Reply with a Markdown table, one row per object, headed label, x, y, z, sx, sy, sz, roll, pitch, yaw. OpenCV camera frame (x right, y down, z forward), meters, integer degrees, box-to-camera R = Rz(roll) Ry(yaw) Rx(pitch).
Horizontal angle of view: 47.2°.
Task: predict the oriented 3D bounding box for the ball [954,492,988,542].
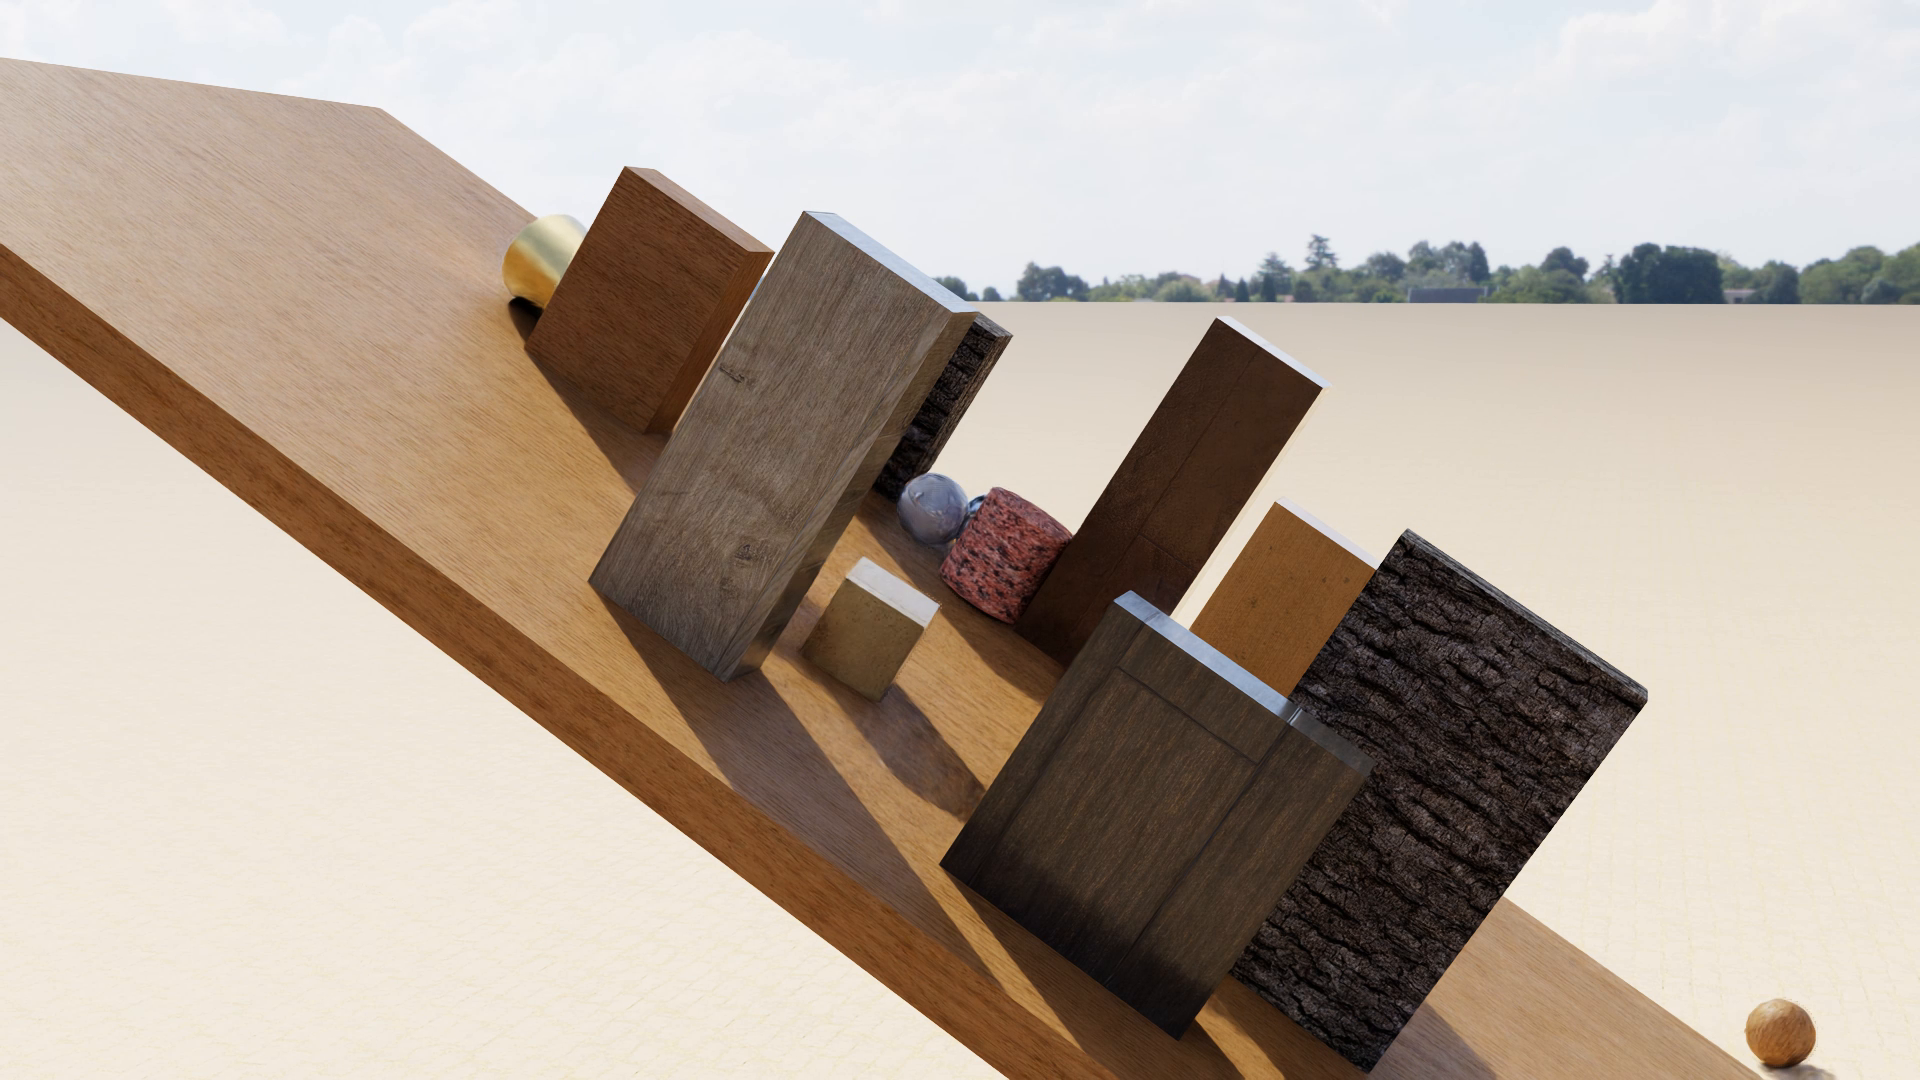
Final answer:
| label | x | y | z | sx | sy | sz | roll | pitch | yaw |
| --- | --- | --- | --- | --- | --- | --- | --- | --- | --- |
| ball | 0.072 | -0.019 | 4.770 | 0.169 | 0.169 | 0.169 | 0 | 7 | 0 |

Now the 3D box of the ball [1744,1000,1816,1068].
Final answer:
| label | x | y | z | sx | sy | sz | roll | pitch | yaw |
| --- | --- | --- | --- | --- | --- | --- | --- | --- | --- |
| ball | 1.918 | 1.154 | 5.144 | 0.156 | 0.156 | 0.156 | 0 | 7 | 0 |

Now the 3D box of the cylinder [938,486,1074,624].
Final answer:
| label | x | y | z | sx | sy | sz | roll | pitch | yaw |
| --- | --- | --- | --- | --- | --- | --- | --- | --- | --- |
| cylinder | 0.098 | 0.032 | 4.565 | 0.207 | 0.207 | 0.207 | 31 | 12 | -7 |

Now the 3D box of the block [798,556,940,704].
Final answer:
| label | x | y | z | sx | sy | sz | roll | pitch | yaw |
| --- | --- | --- | --- | --- | --- | --- | --- | --- | --- |
| block | -0.155 | 0.153 | 3.789 | 0.159 | 0.159 | 0.159 | 32 | 15 | 0 |

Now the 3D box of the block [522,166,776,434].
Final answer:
| label | x | y | z | sx | sy | sz | roll | pitch | yaw |
| --- | --- | --- | --- | --- | --- | --- | --- | --- | --- |
| block | -0.614 | -0.472 | 4.339 | 0.305 | 0.422 | 0.140 | 35 | 15 | 10 |

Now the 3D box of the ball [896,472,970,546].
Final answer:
| label | x | y | z | sx | sy | sz | roll | pitch | yaw |
| --- | --- | --- | --- | --- | --- | --- | --- | --- | --- |
| ball | -0.057 | -0.065 | 4.665 | 0.155 | 0.155 | 0.155 | 0 | 7 | 0 |

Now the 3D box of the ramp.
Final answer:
| label | x | y | z | sx | sy | sz | roll | pitch | yaw |
| --- | --- | --- | --- | --- | --- | --- | --- | --- | --- |
| ramp | -0.135 | 0.226 | 4.103 | 4.000 | 0.100 | 2.000 | 35 | 15 | 10 |

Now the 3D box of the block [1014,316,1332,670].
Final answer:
| label | x | y | z | sx | sy | sz | roll | pitch | yaw |
| --- | --- | --- | --- | --- | --- | --- | --- | --- | --- |
| block | 0.429 | -0.063 | 4.468 | 0.252 | 0.765 | 0.144 | 35 | 15 | 10 |

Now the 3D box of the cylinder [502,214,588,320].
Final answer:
| label | x | y | z | sx | sy | sz | roll | pitch | yaw |
| --- | --- | --- | --- | --- | --- | --- | --- | --- | --- |
| cylinder | -0.803 | -0.533 | 4.563 | 0.210 | 0.210 | 0.210 | -7 | 40 | -47 |

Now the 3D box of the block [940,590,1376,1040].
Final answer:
| label | x | y | z | sx | sy | sz | roll | pitch | yaw |
| --- | --- | --- | --- | --- | --- | --- | --- | --- | --- |
| block | 0.286 | 0.404 | 3.244 | 0.436 | 0.488 | 0.115 | 35 | 15 | 10 |

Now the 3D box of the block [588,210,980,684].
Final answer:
| label | x | y | z | sx | sy | sz | roll | pitch | yaw |
| --- | --- | --- | --- | --- | --- | --- | --- | --- | --- |
| block | -0.281 | -0.144 | 3.449 | 0.282 | 0.690 | 0.138 | 35 | 15 | 10 |

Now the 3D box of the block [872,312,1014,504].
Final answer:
| label | x | y | z | sx | sy | sz | roll | pitch | yaw |
| --- | --- | --- | --- | --- | --- | --- | --- | --- | --- |
| block | -0.165 | -0.372 | 4.892 | 0.374 | 0.439 | 0.134 | 35 | 15 | 10 |

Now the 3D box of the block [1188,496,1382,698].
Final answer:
| label | x | y | z | sx | sy | sz | roll | pitch | yaw |
| --- | --- | --- | --- | --- | --- | --- | --- | --- | --- |
| block | 0.593 | 0.293 | 3.989 | 0.434 | 0.601 | 0.102 | 35 | 15 | 10 |

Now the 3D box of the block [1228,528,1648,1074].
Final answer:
| label | x | y | z | sx | sy | sz | roll | pitch | yaw |
| --- | --- | --- | --- | --- | --- | --- | --- | --- | --- |
| block | 0.679 | 0.416 | 3.491 | 0.442 | 0.746 | 0.100 | 35 | 15 | 10 |
